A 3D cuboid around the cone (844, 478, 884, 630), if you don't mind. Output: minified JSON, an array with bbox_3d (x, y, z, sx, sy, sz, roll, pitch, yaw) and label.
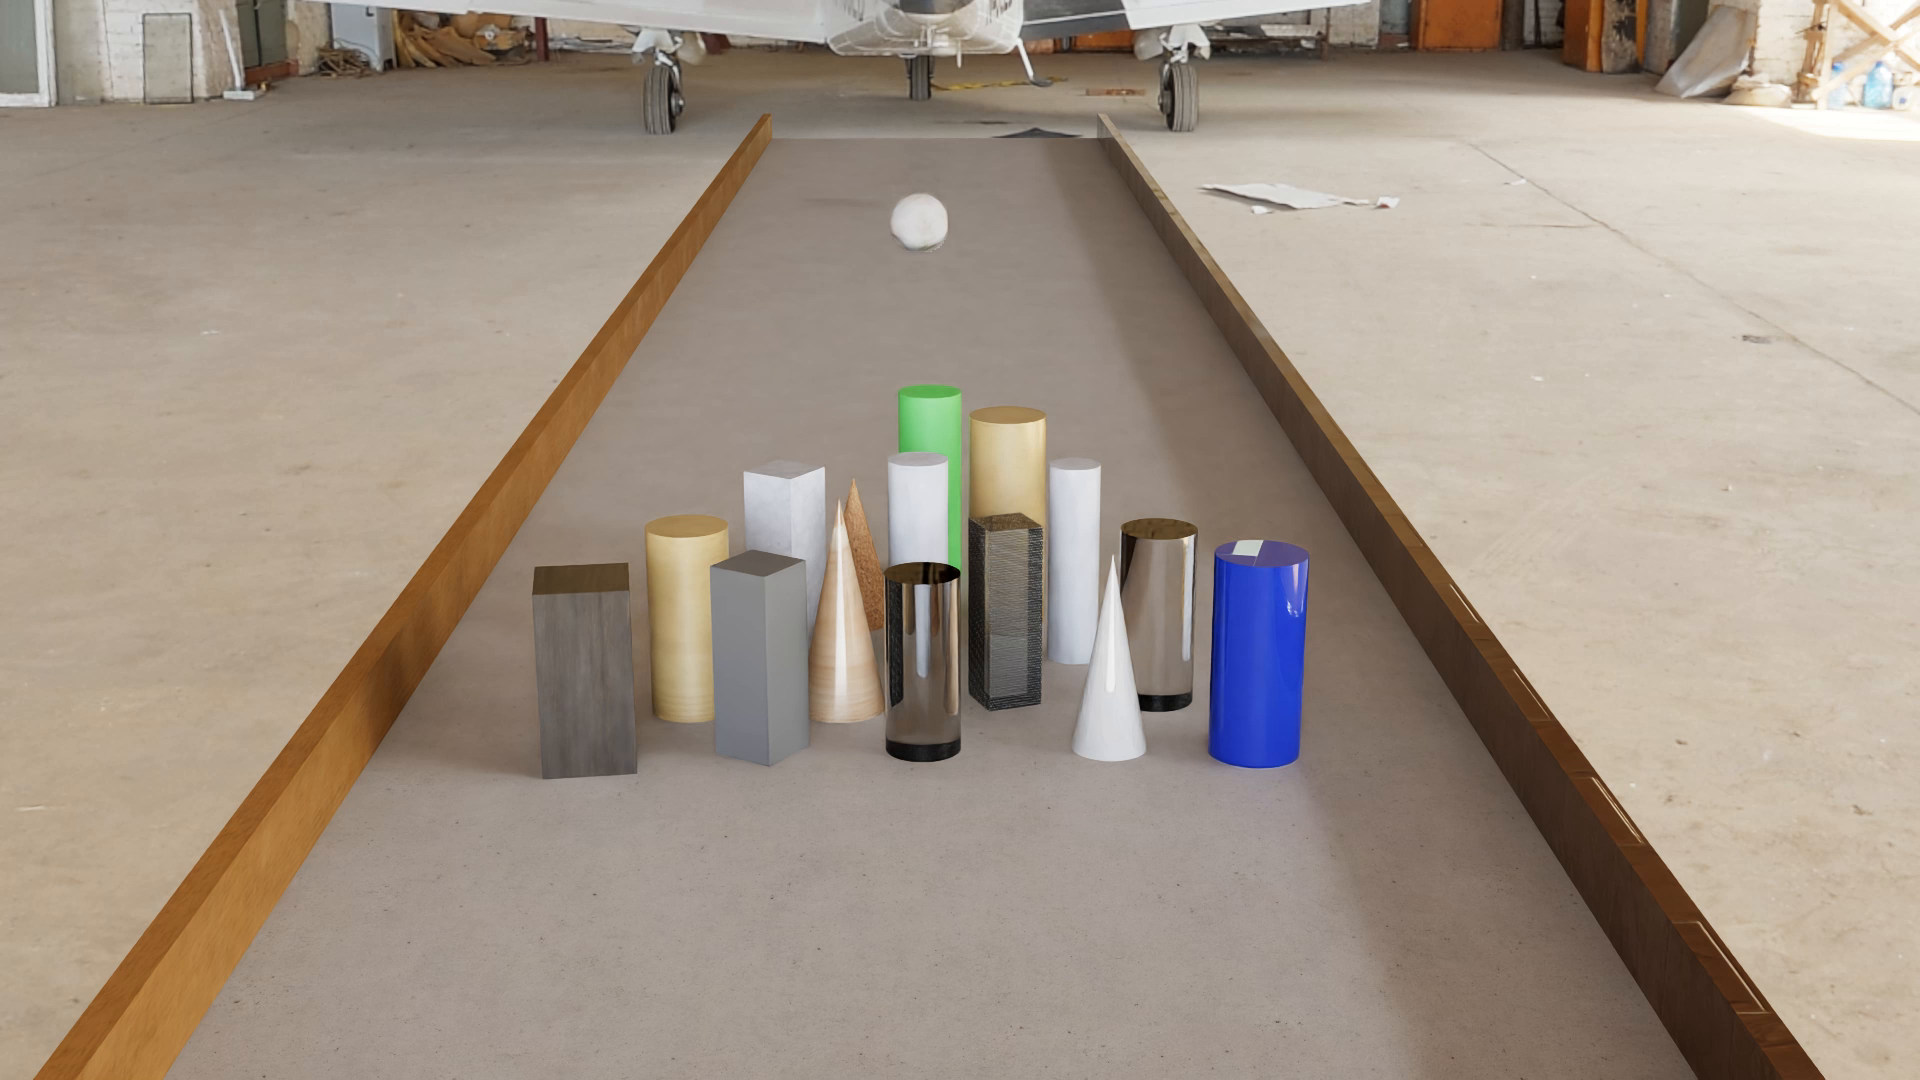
[{"bbox_3d":[-0.222,0.018,4.620,0.171,0.311,0.171,0,17,0],"label":"cone"}]

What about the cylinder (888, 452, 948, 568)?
[{"bbox_3d":[-0.082,0.039,4.371,0.120,0.413,0.120,0,17,0],"label":"cylinder"}]

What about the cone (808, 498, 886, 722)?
[{"bbox_3d":[-0.222,0.119,4.105,0.166,0.410,0.166,0,17,0],"label":"cone"}]

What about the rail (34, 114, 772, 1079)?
[{"bbox_3d":[-1.118,-0.838,7.780,0.050,0.150,12.000,0,17,-1],"label":"rail"}]

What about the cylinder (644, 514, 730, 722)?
[{"bbox_3d":[-0.504,0.146,4.107,0.154,0.359,0.154,0,17,0],"label":"cylinder"}]

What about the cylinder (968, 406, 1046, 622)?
[{"bbox_3d":[0.099,-0.045,4.601,0.160,0.444,0.160,0,17,0],"label":"cylinder"}]

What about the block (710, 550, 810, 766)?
[{"bbox_3d":[-0.354,0.209,3.909,0.120,0.351,0.120,10,19,31],"label":"block"}]

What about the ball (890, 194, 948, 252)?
[{"bbox_3d":[-0.171,-1.346,9.321,0.246,0.246,0.246,0,17,0],"label":"ball"}]

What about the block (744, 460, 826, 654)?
[{"bbox_3d":[-0.346,0.048,4.382,0.114,0.390,0.114,10,19,30],"label":"block"}]

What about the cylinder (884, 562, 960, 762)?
[{"bbox_3d":[-0.066,0.217,3.919,0.136,0.331,0.136,0,17,0],"label":"cylinder"}]

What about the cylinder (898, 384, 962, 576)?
[{"bbox_3d":[-0.067,-0.125,4.904,0.139,0.423,0.139,0,17,0],"label":"cylinder"}]

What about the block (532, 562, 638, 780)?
[{"bbox_3d":[-0.658,0.228,3.867,0.163,0.337,0.163,-3,17,-8],"label":"block"}]

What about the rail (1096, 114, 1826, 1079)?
[{"bbox_3d":[0.932,-0.844,7.801,0.050,0.150,12.000,0,17,-1],"label":"rail"}]

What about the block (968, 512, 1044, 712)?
[{"bbox_3d":[0.085,0.135,4.155,0.106,0.351,0.106,-7,18,-21],"label":"block"}]

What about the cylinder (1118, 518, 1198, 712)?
[{"bbox_3d":[0.372,0.141,4.159,0.145,0.338,0.145,0,17,0],"label":"cylinder"}]

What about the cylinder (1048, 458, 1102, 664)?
[{"bbox_3d":[0.227,0.042,4.383,0.102,0.400,0.102,0,17,0],"label":"cylinder"}]

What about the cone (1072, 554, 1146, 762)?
[{"bbox_3d":[0.269,0.199,3.920,0.136,0.363,0.136,0,17,0],"label":"cone"}]

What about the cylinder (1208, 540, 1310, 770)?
[{"bbox_3d":[0.527,0.202,3.895,0.164,0.372,0.164,0,17,0],"label":"cylinder"}]
